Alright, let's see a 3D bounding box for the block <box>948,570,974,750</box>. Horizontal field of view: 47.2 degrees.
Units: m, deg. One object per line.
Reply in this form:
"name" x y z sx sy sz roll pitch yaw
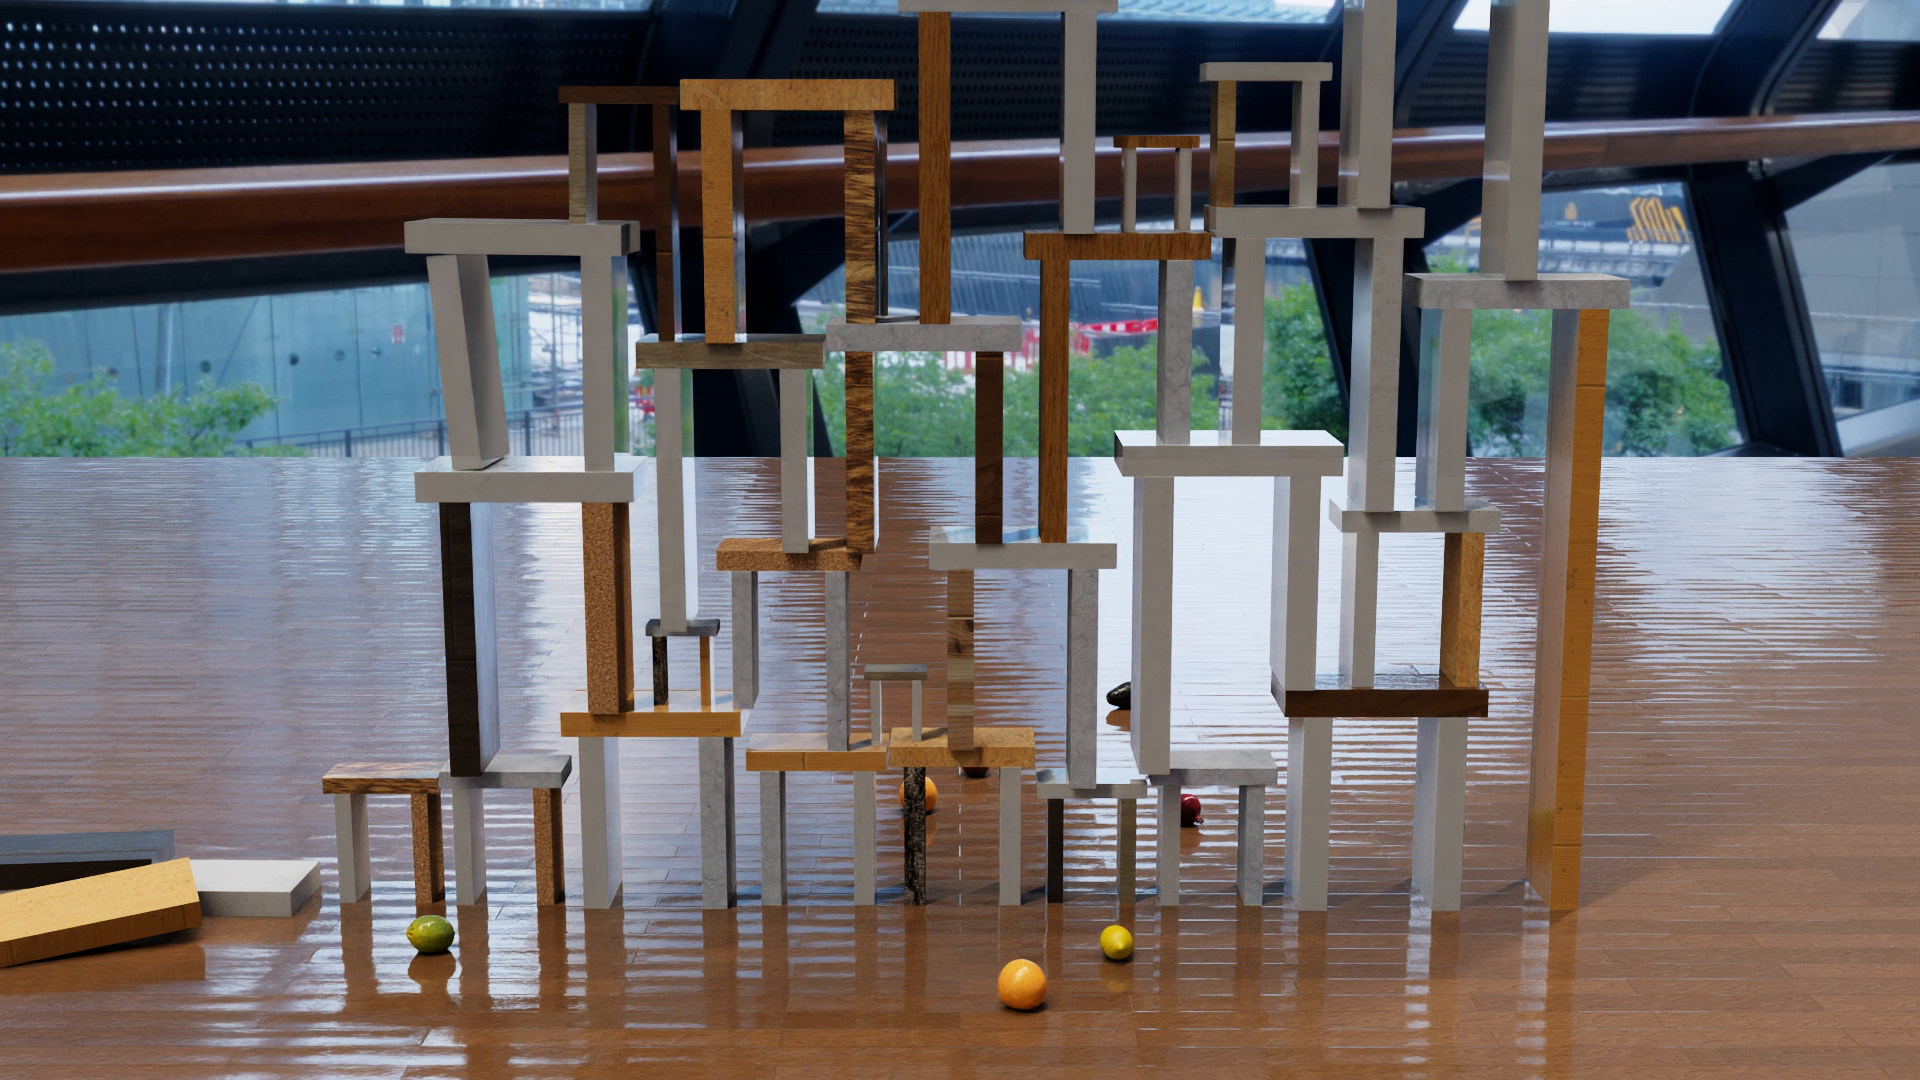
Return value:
"block" 0.001 0.179 3.592 0.042 0.298 0.149 0 11 0

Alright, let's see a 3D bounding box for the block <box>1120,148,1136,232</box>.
"block" 0.265 -0.551 3.461 0.018 0.130 0.065 0 11 0

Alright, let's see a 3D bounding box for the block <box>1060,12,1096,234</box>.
"block" 0.183 -0.651 3.439 0.047 0.333 0.166 0 11 0

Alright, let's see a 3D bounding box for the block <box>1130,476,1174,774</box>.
"block" 0.311 0.123 3.574 0.049 0.484 0.173 0 11 0

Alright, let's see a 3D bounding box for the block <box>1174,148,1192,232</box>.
"block" 0.351 -0.552 3.461 0.018 0.130 0.065 0 11 -1

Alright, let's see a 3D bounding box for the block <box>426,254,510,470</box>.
"block" -0.785 -0.292 3.519 0.048 0.337 0.168 -4 10 4

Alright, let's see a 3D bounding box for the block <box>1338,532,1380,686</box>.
"block" 0.648 0.101 3.576 0.036 0.252 0.126 0 11 0

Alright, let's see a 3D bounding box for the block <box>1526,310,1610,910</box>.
"block" 0.986 0.108 3.582 0.045 0.979 0.160 0 11 0

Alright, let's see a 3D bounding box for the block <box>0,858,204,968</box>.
"block" -1.360 0.583 3.454 0.306 0.043 0.153 -9 23 -23

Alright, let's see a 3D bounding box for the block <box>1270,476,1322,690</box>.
"block" 0.543 0.054 3.566 0.049 0.346 0.173 0 10 0

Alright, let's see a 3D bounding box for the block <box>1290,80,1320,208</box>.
"block" 0.539 -0.619 3.440 0.027 0.193 0.096 0 11 0

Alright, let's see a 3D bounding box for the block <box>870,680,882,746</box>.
"block" -0.138 0.279 3.613 0.015 0.111 0.051 -1 11 0

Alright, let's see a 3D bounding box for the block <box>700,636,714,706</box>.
"block" -0.413 0.207 3.596 0.016 0.115 0.058 0 11 0

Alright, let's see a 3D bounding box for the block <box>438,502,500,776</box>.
"block" -0.798 0.146 3.589 0.049 0.449 0.172 0 11 -1

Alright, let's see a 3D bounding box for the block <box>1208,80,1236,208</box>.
"block" 0.410 -0.619 3.440 0.027 0.193 0.096 0 11 0

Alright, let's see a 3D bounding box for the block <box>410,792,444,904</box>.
"block" -0.884 0.498 3.652 0.027 0.187 0.094 0 11 0

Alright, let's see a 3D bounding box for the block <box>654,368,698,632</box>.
"block" -0.458 -0.074 3.550 0.042 0.422 0.147 0 11 0

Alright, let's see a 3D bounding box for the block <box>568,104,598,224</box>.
"block" -0.591 -0.591 3.448 0.026 0.184 0.092 2 11 1

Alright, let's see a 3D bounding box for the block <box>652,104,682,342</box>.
"block" -0.461 -0.500 3.463 0.026 0.365 0.092 0 11 0

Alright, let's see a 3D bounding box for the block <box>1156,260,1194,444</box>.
"block" 0.341 -0.304 3.495 0.041 0.287 0.144 0 11 0

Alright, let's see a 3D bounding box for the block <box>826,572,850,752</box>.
"block" -0.199 0.186 3.597 0.032 0.299 0.114 0 11 0

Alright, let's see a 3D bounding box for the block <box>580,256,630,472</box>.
"block" -0.565 -0.289 3.510 0.048 0.337 0.168 1 11 -1

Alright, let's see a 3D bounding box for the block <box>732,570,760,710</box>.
"block" -0.350 0.151 3.591 0.032 0.228 0.114 0 11 0

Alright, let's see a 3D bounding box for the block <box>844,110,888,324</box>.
"block" -0.147 -0.511 3.465 0.046 0.326 0.163 1 11 5

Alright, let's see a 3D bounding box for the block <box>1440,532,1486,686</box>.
"block" 0.816 0.101 3.576 0.036 0.252 0.126 0 11 0

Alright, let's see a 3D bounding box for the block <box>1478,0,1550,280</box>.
"block" 0.865 -0.642 3.436 0.049 0.458 0.174 0 11 0

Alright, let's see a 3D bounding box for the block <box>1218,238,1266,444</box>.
"block" 0.447 -0.322 3.495 0.046 0.321 0.161 0 11 -1

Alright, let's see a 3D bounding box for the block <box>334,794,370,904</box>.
"block" -1.008 0.498 3.652 0.027 0.187 0.094 0 11 0

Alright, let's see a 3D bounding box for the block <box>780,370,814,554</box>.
"block" -0.261 -0.137 3.538 0.042 0.293 0.147 0 11 0

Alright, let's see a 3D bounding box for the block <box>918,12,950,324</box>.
"block" -0.039 -0.583 3.452 0.047 0.472 0.166 0 11 0

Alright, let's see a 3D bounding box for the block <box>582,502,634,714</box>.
"block" -0.572 0.094 3.578 0.049 0.344 0.172 0 11 0

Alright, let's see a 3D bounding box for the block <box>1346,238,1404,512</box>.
"block" 0.661 -0.269 3.509 0.046 0.429 0.161 0 11 0

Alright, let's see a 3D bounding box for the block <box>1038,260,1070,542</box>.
"block" 0.149 -0.227 3.514 0.041 0.445 0.144 0 11 0

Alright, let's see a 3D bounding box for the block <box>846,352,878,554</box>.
"block" -0.157 -0.149 3.527 0.043 0.322 0.152 0 11 0

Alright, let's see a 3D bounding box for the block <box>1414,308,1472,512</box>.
"block" 0.773 -0.216 3.521 0.045 0.320 0.160 0 10 0

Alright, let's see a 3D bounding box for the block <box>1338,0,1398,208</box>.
"block" 0.634 -0.696 3.426 0.049 0.348 0.174 0 11 0

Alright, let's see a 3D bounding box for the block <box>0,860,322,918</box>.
"block" -1.424 0.574 3.638 0.690 0.043 0.153 0 11 1

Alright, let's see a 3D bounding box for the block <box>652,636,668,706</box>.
"block" -0.490 0.207 3.596 0.016 0.115 0.058 0 11 0

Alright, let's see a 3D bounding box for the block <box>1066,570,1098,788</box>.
"block" 0.200 0.211 3.598 0.042 0.363 0.149 0 11 0

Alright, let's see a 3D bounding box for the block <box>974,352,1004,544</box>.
"block" 0.046 -0.158 3.525 0.043 0.304 0.152 0 11 0

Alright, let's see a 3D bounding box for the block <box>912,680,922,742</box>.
"block" -0.071 0.275 3.612 0.015 0.103 0.051 0 11 0

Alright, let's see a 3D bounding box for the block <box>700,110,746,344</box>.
"block" -0.372 -0.496 3.468 0.046 0.356 0.163 0 11 1
